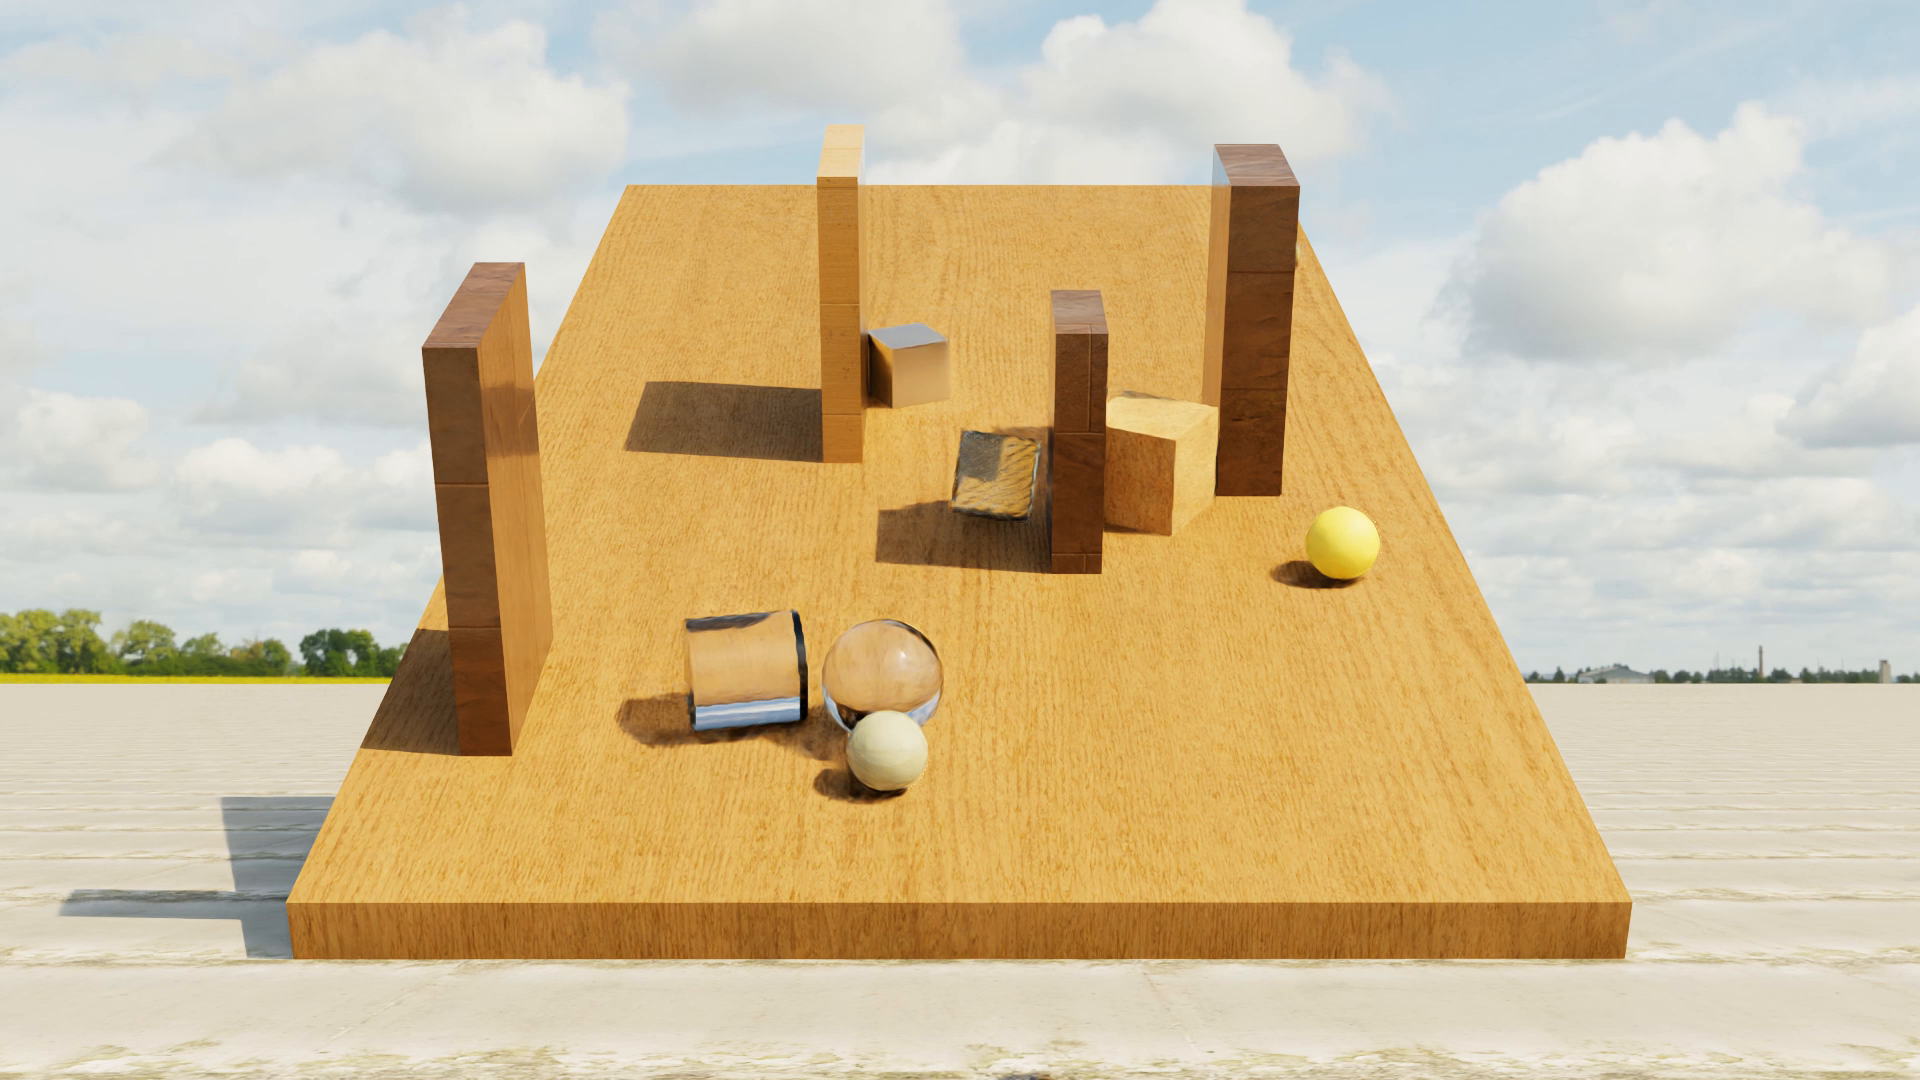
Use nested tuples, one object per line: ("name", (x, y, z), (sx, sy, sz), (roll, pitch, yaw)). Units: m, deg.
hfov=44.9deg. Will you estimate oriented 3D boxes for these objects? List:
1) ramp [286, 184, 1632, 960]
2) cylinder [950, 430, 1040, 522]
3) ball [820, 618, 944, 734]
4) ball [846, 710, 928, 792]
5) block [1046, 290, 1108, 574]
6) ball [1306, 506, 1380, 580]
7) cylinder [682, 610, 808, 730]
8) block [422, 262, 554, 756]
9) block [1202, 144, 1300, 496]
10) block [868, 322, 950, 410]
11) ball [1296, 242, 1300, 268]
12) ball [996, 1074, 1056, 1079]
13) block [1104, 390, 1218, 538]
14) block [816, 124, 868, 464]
("ramp", (-0.008, -0.228, 5.301), (2.000, 0.100, 4.000), (0, 24, 0))
("cylinder", (0.071, -0.130, 4.690), (0.164, 0.164, 0.164), (8, 2, 0))
("ball", (-0.129, 0.235, 3.880), (0.207, 0.207, 0.207), (0, -3, 0))
("ball", (-0.117, 0.339, 3.741), (0.131, 0.131, 0.131), (0, -3, 0))
("block", (0.226, -0.212, 4.537), (0.098, 0.492, 0.264), (0, 24, 0))
("ball", (0.737, 0.006, 4.480), (0.141, 0.141, 0.141), (0, -3, 0))
("cylinder", (-0.365, 0.219, 3.934), (0.190, 0.190, 0.190), (-5, -2, -11))
("block", (-0.784, -0.058, 3.909), (0.085, 0.715, 0.441), (0, 24, 0))
("block", (0.604, -0.464, 4.890), (0.137, 0.667, 0.333), (0, 24, 0))
("block", (-0.122, -0.405, 5.397), (0.146, 0.146, 0.146), (-11, 26, -24))
("ball", (0.857, -0.766, 6.249), (0.117, 0.117, 0.117), (0, -3, 0))
("ball", (0.050, 0.463, 1.738), (0.126, 0.126, 0.126), (0, -3, 0))
("block", (0.387, -0.159, 4.767), (0.210, 0.210, 0.210), (13, 27, 27))
("block", (-0.254, -0.547, 5.113), (0.084, 0.635, 0.444), (0, 24, 0))
